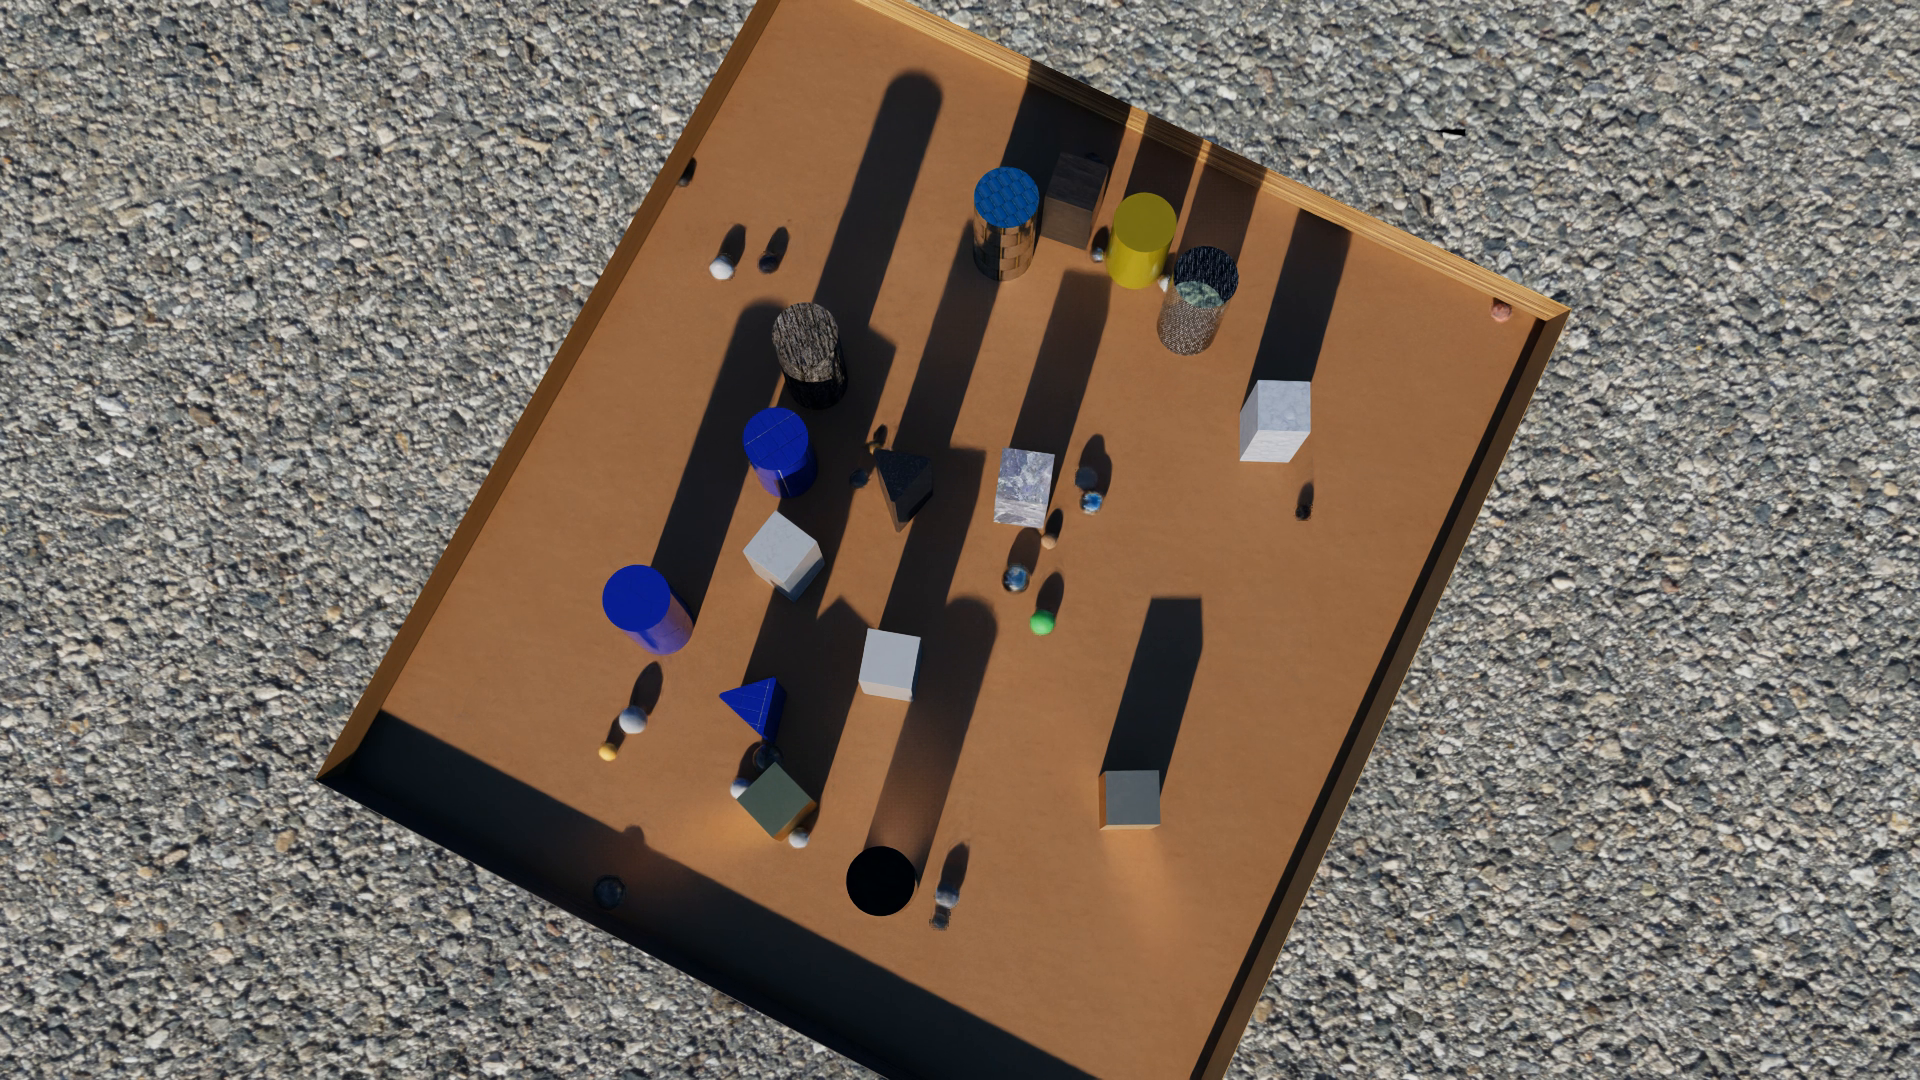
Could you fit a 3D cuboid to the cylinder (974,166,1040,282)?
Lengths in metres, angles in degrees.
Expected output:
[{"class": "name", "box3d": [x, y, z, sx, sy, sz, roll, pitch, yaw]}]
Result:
[{"class": "cylinder", "box3d": [0.136, -0.956, 5.581, 0.190, 0.457, 0.190, 0, 78, 0]}]

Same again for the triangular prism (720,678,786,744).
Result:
[{"class": "triangular prism", "box3d": [-0.573, 0.475, 5.351, 0.165, 0.328, 0.143, 42, 81, 8]}]

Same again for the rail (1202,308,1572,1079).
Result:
[{"class": "rail", "box3d": [1.198, 0.593, 5.430, 0.045, 0.124, 2.977, 26, 80, 5]}]

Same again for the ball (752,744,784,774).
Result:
[{"class": "ball", "box3d": [-0.569, 0.651, 5.434, 0.093, 0.093, 0.093, 0, 78, 0]}]

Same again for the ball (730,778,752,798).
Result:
[{"class": "ball", "box3d": [-0.647, 0.737, 5.430, 0.067, 0.067, 0.067, 0, 78, 0]}]

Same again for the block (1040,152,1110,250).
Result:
[{"class": "block", "box3d": [0.352, -1.045, 5.665, 0.152, 0.328, 0.152, 19, 79, 4]}]

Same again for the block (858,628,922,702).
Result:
[{"class": "block", "box3d": [-0.201, 0.370, 5.381, 0.152, 0.311, 0.152, 10, 78, 2]}]

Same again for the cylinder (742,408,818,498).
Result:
[{"class": "cylinder", "box3d": [-0.535, -0.257, 5.487, 0.190, 0.358, 0.190, 0, 78, 0]}]

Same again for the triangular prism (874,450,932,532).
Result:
[{"class": "triangular prism", "box3d": [-0.191, -0.172, 5.436, 0.143, 0.423, 0.165, 40, 81, 8]}]

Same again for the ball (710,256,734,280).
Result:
[{"class": "ball", "box3d": [-0.747, -0.854, 5.754, 0.076, 0.076, 0.076, 0, 78, 0]}]

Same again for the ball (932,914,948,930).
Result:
[{"class": "ball", "box3d": [-0.059, 1.117, 5.361, 0.047, 0.047, 0.047, 0, 78, 0]}]

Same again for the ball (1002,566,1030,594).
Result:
[{"class": "ball", "box3d": [0.169, 0.122, 5.546, 0.089, 0.089, 0.089, 0, 78, 0]}]

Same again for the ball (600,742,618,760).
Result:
[{"class": "ball", "box3d": [-1.046, 0.630, 5.459, 0.054, 0.054, 0.054, 0, 78, 0]}]

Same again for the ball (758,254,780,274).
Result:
[{"class": "ball", "box3d": [-0.601, -0.869, 5.764, 0.064, 0.064, 0.064, 0, 78, 0]}]

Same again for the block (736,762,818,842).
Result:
[{"class": "block", "box3d": [-0.528, 0.763, 5.326, 0.152, 0.260, 0.152, -44, 82, -8]}]

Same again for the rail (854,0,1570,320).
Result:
[{"class": "rail", "box3d": [0.655, -1.277, 5.816, 2.725, 0.124, 0.045, 26, 80, 5]}]

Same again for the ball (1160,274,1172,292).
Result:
[{"class": "ball", "box3d": [0.655, -0.805, 5.754, 0.057, 0.057, 0.057, 0, 78, 0]}]

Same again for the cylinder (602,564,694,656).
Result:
[{"class": "cylinder", "box3d": [-0.902, 0.209, 5.337, 0.190, 0.464, 0.190, 0, 78, 0]}]

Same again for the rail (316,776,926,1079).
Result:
[{"class": "rail", "box3d": [-0.655, 1.290, 5.285, 2.725, 0.124, 0.045, 26, 80, 5]}]

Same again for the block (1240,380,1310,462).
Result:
[{"class": "block", "box3d": [0.943, -0.353, 5.506, 0.152, 0.360, 0.152, 2, 78, 0]}]

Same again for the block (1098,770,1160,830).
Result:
[{"class": "block", "box3d": [0.490, 0.757, 5.322, 0.152, 0.271, 0.152, -1, 78, 0]}]

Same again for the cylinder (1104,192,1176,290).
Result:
[{"class": "cylinder", "box3d": [0.553, -0.917, 5.640, 0.190, 0.326, 0.190, 0, 78, 0]}]

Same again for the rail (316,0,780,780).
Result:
[{"class": "rail", "box3d": [-1.198, -0.580, 5.672, 0.045, 0.124, 2.977, 26, 80, 5]}]

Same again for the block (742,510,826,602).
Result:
[{"class": "block", "box3d": [-0.518, 0.053, 5.430, 0.152, 0.344, 0.152, 37, 81, 7]}]

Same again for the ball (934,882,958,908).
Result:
[{"class": "ball", "box3d": [-0.039, 1.039, 5.365, 0.071, 0.071, 0.071, 0, 78, 0]}]

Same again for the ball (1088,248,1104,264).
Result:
[{"class": "ball", "box3d": [0.430, -0.897, 5.776, 0.051, 0.051, 0.051, 0, 78, 0]}]

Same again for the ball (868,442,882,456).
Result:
[{"class": "ball", "box3d": [-0.261, -0.282, 5.654, 0.040, 0.040, 0.040, 0, 78, 0]}]

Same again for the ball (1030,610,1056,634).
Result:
[{"class": "ball", "box3d": [0.249, 0.247, 5.527, 0.075, 0.075, 0.075, 0, 78, 0]}]

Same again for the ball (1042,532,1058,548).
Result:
[{"class": "ball", "box3d": [0.273, 0.001, 5.591, 0.049, 0.049, 0.049, 0, 78, 0]}]

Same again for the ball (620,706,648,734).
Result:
[{"class": "ball", "box3d": [-0.973, 0.537, 5.462, 0.085, 0.085, 0.085, 0, 78, 0]}]

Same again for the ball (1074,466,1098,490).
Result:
[{"class": "ball", "box3d": [0.386, -0.188, 5.619, 0.071, 0.071, 0.071, 0, 78, 0]}]

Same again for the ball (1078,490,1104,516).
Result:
[{"class": "ball", "box3d": [0.401, -0.113, 5.600, 0.078, 0.078, 0.078, 0, 78, 0]}]

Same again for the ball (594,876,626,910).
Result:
[{"class": "ball", "box3d": [-1.024, 1.032, 5.354, 0.095, 0.095, 0.095, 0, 78, 0]}]

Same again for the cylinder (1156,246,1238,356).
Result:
[{"class": "cylinder", "box3d": [0.712, -0.716, 5.531, 0.190, 0.458, 0.190, 0, 78, 0]}]

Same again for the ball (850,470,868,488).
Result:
[{"class": "ball", "box3d": [-0.309, -0.187, 5.625, 0.058, 0.058, 0.058, 0, 78, 0]}]

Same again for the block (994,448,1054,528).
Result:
[{"class": "block", "box3d": [0.189, -0.152, 5.479, 0.152, 0.330, 0.152, 8, 78, 2]}]

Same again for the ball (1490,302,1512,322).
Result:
[{"class": "ball", "box3d": [1.694, -0.712, 5.731, 0.065, 0.065, 0.065, 0, 78, 0]}]

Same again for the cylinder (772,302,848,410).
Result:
[{"class": "cylinder", "box3d": [-0.445, -0.544, 5.490, 0.190, 0.469, 0.190, 0, 78, 0]}]

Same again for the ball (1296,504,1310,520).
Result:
[{"class": "ball", "box3d": [1.050, -0.084, 5.610, 0.047, 0.047, 0.047, 0, 78, 0]}]

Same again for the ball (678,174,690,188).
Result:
[{"class": "ball", "box3d": [-0.882, -1.144, 5.831, 0.043, 0.043, 0.043, 0, 78, 0]}]

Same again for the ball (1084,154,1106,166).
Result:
[{"class": "ball", "box3d": [0.422, -1.182, 5.817, 0.087, 0.087, 0.087, 0, 78, 0]}]

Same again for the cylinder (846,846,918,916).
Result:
[{"class": "cylinder", "box3d": [-0.218, 0.976, 5.221, 0.190, 0.379, 0.190, 0, 78, 0]}]

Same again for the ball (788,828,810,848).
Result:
[{"class": "ball", "box3d": [-0.474, 0.878, 5.403, 0.062, 0.062, 0.062, 0, 78, 0]}]
